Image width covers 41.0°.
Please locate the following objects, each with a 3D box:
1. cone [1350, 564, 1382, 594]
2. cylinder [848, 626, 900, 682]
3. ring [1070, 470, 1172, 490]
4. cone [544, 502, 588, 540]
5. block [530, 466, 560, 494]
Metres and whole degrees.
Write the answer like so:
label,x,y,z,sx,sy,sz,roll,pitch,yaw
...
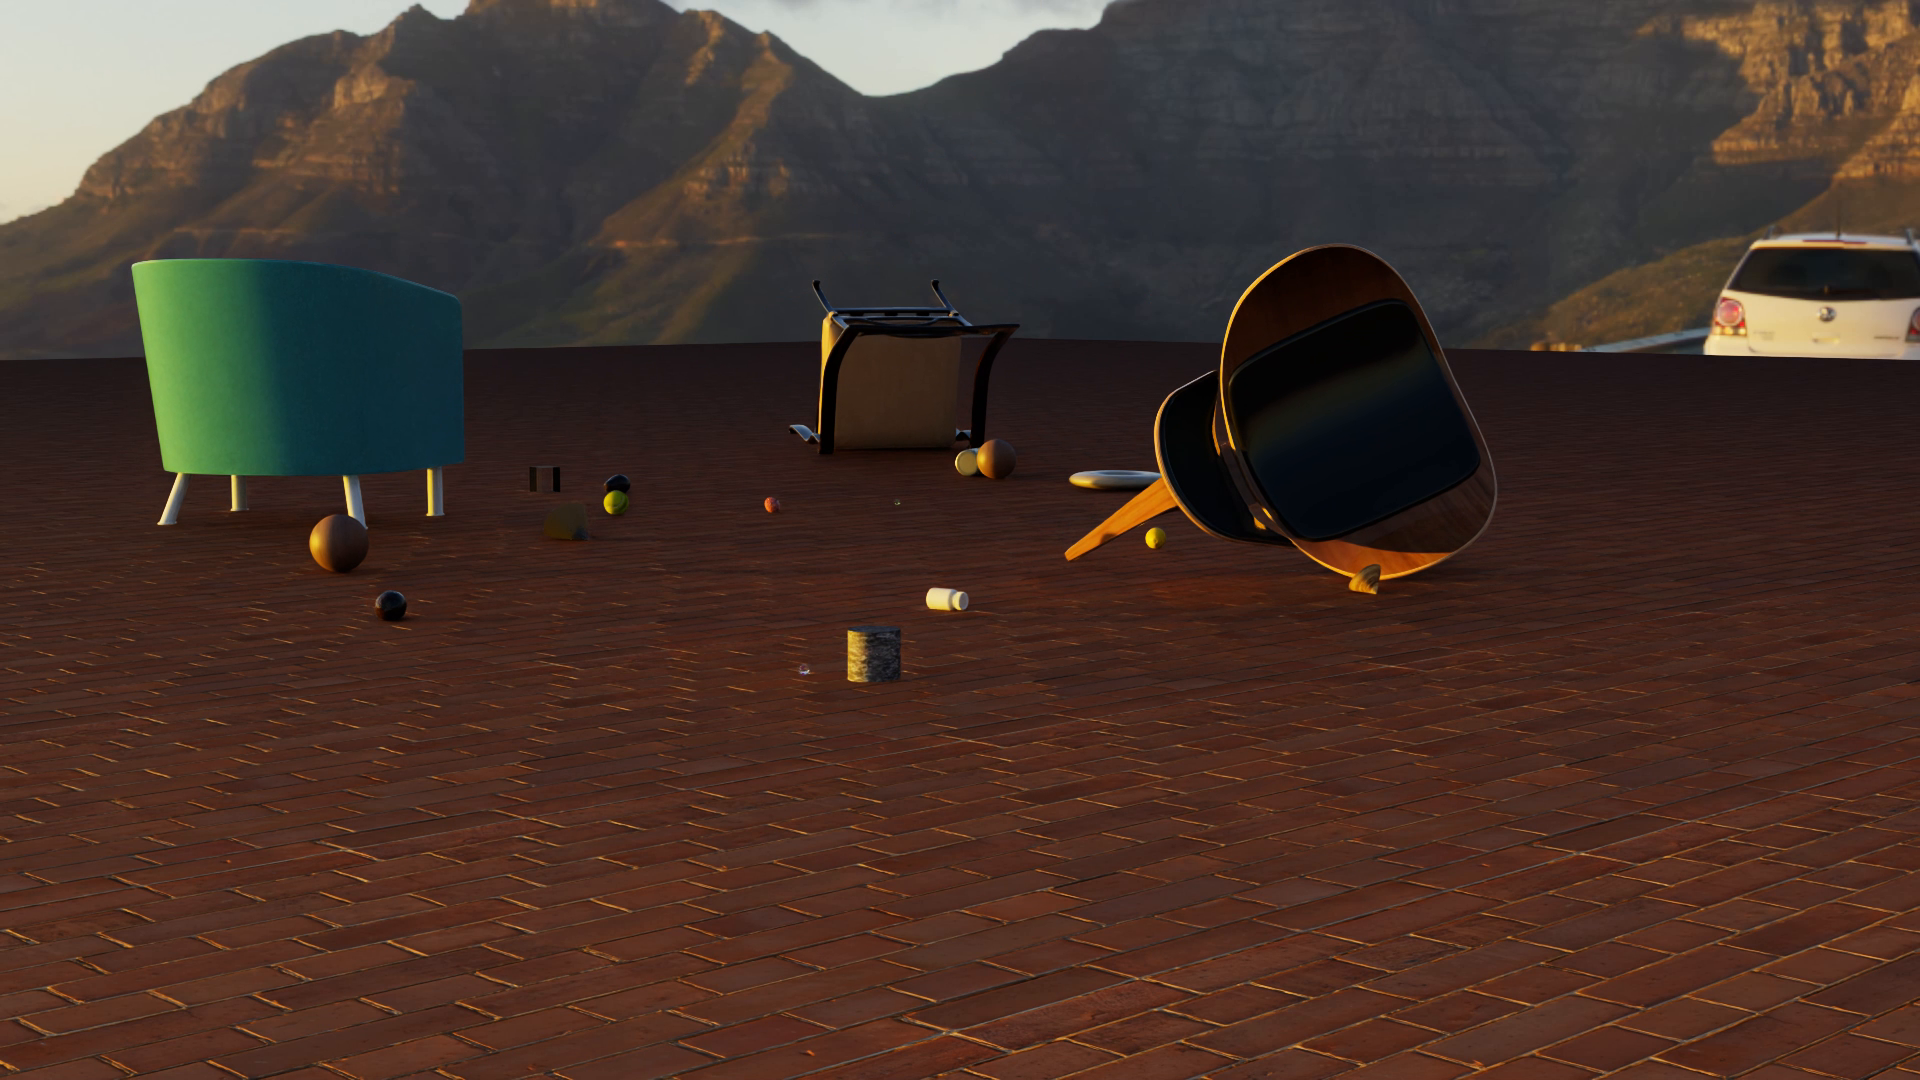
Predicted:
label,x,y,z,sx,sy,sz,roll,pitch,yaw
cone,0.854,0.096,5.332,0.076,0.084,0.047,-11,53,-28
cylinder,-0.141,0.186,4.205,0.090,0.082,0.080,-5,7,-38
ring,0.501,-0.187,8.010,0.322,0.045,0.315,1,6,7
cone,-0.958,-0.024,6.409,0.128,0.109,0.094,-19,48,-44
block,-1.268,-0.185,7.836,0.064,0.077,0.072,-5,8,-40
